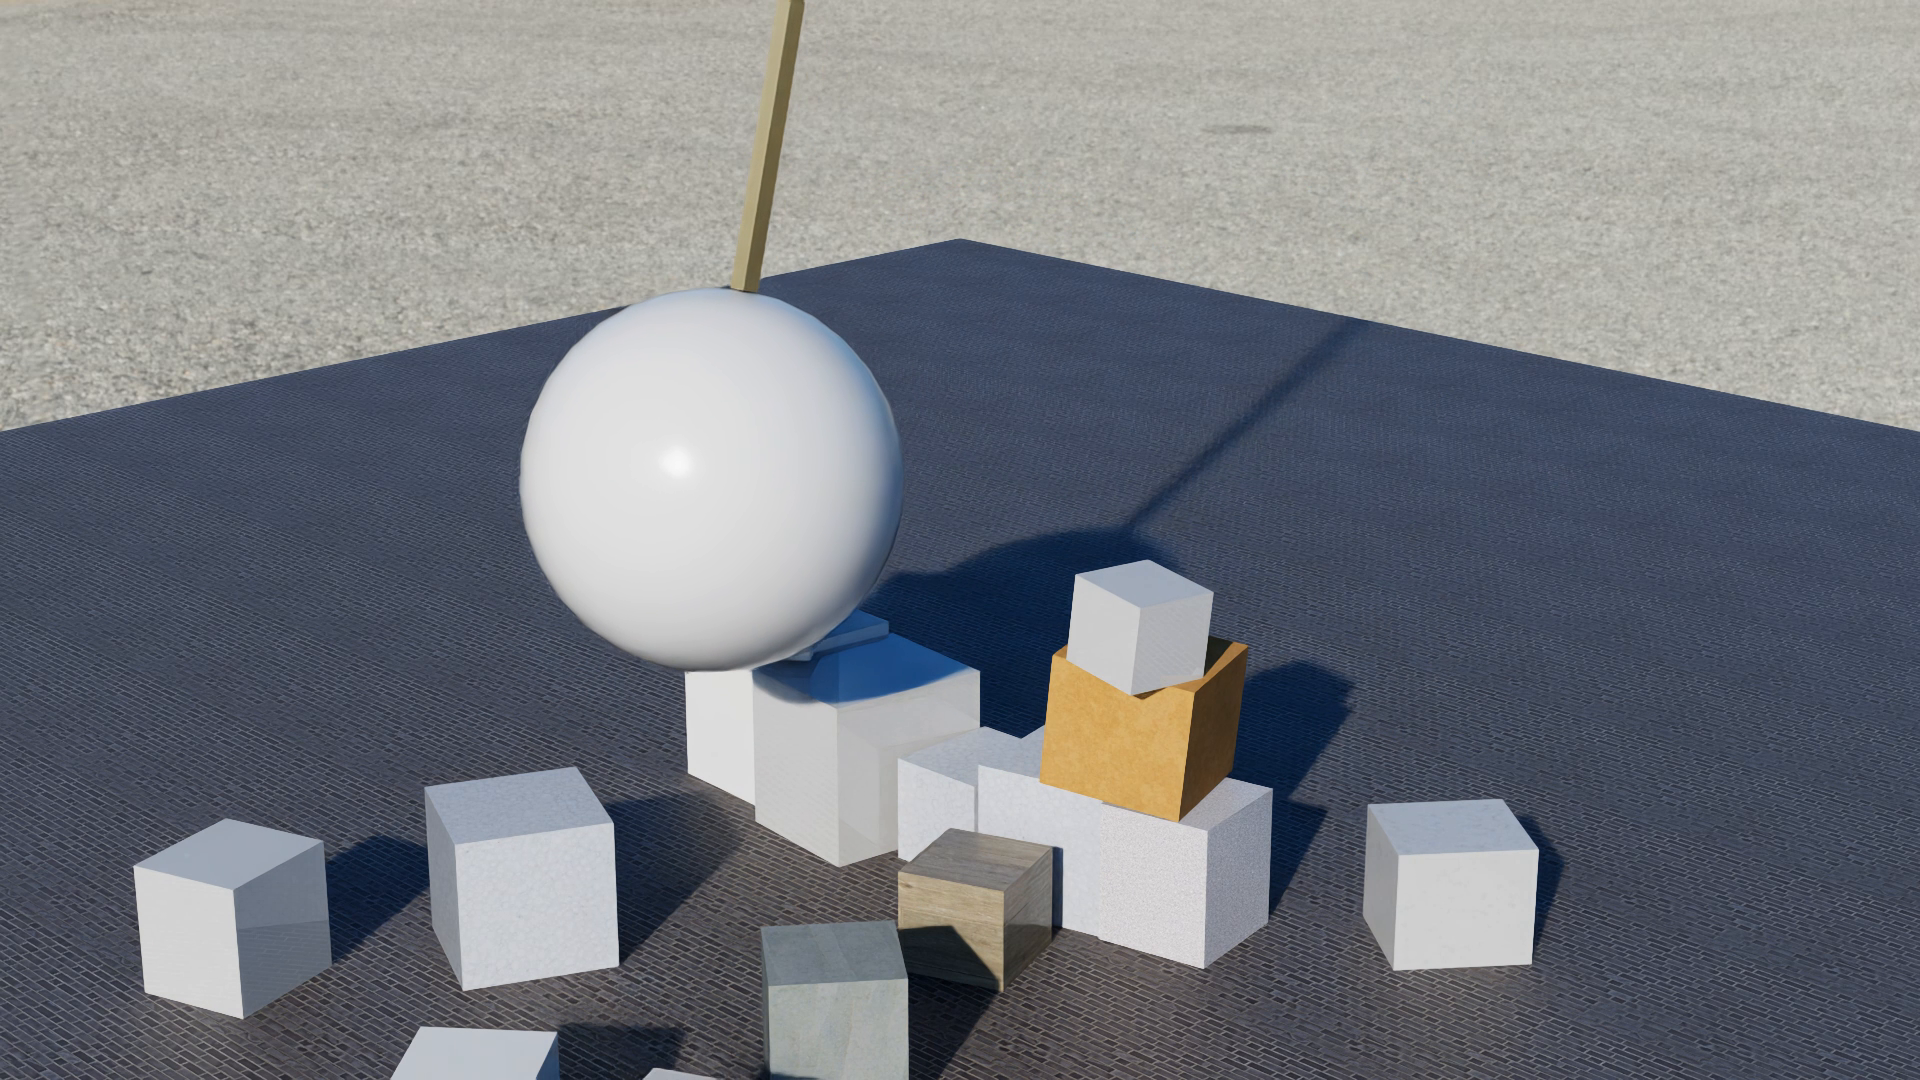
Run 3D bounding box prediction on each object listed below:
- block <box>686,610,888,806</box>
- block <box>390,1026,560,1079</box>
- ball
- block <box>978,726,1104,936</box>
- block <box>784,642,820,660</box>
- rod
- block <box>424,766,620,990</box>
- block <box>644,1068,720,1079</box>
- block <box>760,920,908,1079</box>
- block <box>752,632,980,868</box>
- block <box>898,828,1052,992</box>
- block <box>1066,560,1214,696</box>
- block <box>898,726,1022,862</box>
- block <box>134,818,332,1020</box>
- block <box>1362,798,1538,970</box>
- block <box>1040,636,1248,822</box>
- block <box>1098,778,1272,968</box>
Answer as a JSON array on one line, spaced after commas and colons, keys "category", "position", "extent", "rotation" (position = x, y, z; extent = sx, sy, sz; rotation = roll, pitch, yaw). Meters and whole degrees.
[{"category": "block", "position": [-0.853, 0.781, 14.488], "extent": [0.722, 0.823, 0.709], "rotation": [-15, 23, -39]}, {"category": "block", "position": [-1.758, 2.142, 10.622], "extent": [0.513, 0.544, 0.539], "rotation": [2, 18, 5]}, {"category": "ball", "position": [-1.027, -0.248, 12.188], "extent": [1.600, 1.600, 1.600], "rotation": [0, 17, 0]}, {"category": "block", "position": [0.500, 1.291, 13.110], "extent": [0.629, 0.676, 0.576], "rotation": [10, 20, 30]}, {"category": "block", "position": [-1.038, 0.120, 14.106], "extent": [0.770, 0.667, 0.775], "rotation": [2, 18, 7]}, {"category": "rod", "position": [-0.445, -3.569, 11.754], "extent": [0.080, 5.200, 0.080], "rotation": [17, 10, 42]}, {"category": "block", "position": [-1.891, 1.447, 12.631], "extent": [0.672, 0.665, 0.674], "rotation": [-6, 19, -20]}, {"category": "block", "position": [-0.940, 2.236, 10.368], "extent": [0.500, 0.508, 0.459], "rotation": [6, 18, 17]}, {"category": "block", "position": [-0.490, 1.873, 11.396], "extent": [0.528, 0.593, 0.528], "rotation": [-2, 18, -7]}, {"category": "block", "position": [-0.443, 0.982, 13.919], "extent": [0.825, 0.780, 0.689], "rotation": [-13, 22, -36]}, {"category": "block", "position": [0.068, 1.576, 12.567], "extent": [0.488, 0.457, 0.519], "rotation": [8, 19, 24]}, {"category": "block", "position": [0.754, 0.363, 12.323], "extent": [0.407, 0.390, 0.415], "rotation": [-11, 26, -37]}, {"category": "block", "position": [0.091, 1.231, 13.603], "extent": [0.491, 0.495, 0.577], "rotation": [16, 24, 42]}, {"category": "block", "position": [-3.053, 1.584, 12.339], "extent": [0.530, 0.579, 0.567], "rotation": [9, 20, 26]}, {"category": "block", "position": [2.120, 1.489, 12.718], "extent": [0.604, 0.533, 0.560], "rotation": [-2, 18, -6]}, {"category": "block", "position": [0.799, 0.754, 12.707], "extent": [0.652, 0.599, 0.637], "rotation": [14, 22, 23]}, {"category": "block", "position": [0.984, 1.412, 12.788], "extent": [0.529, 0.637, 0.568], "rotation": [12, 21, 33]}]
